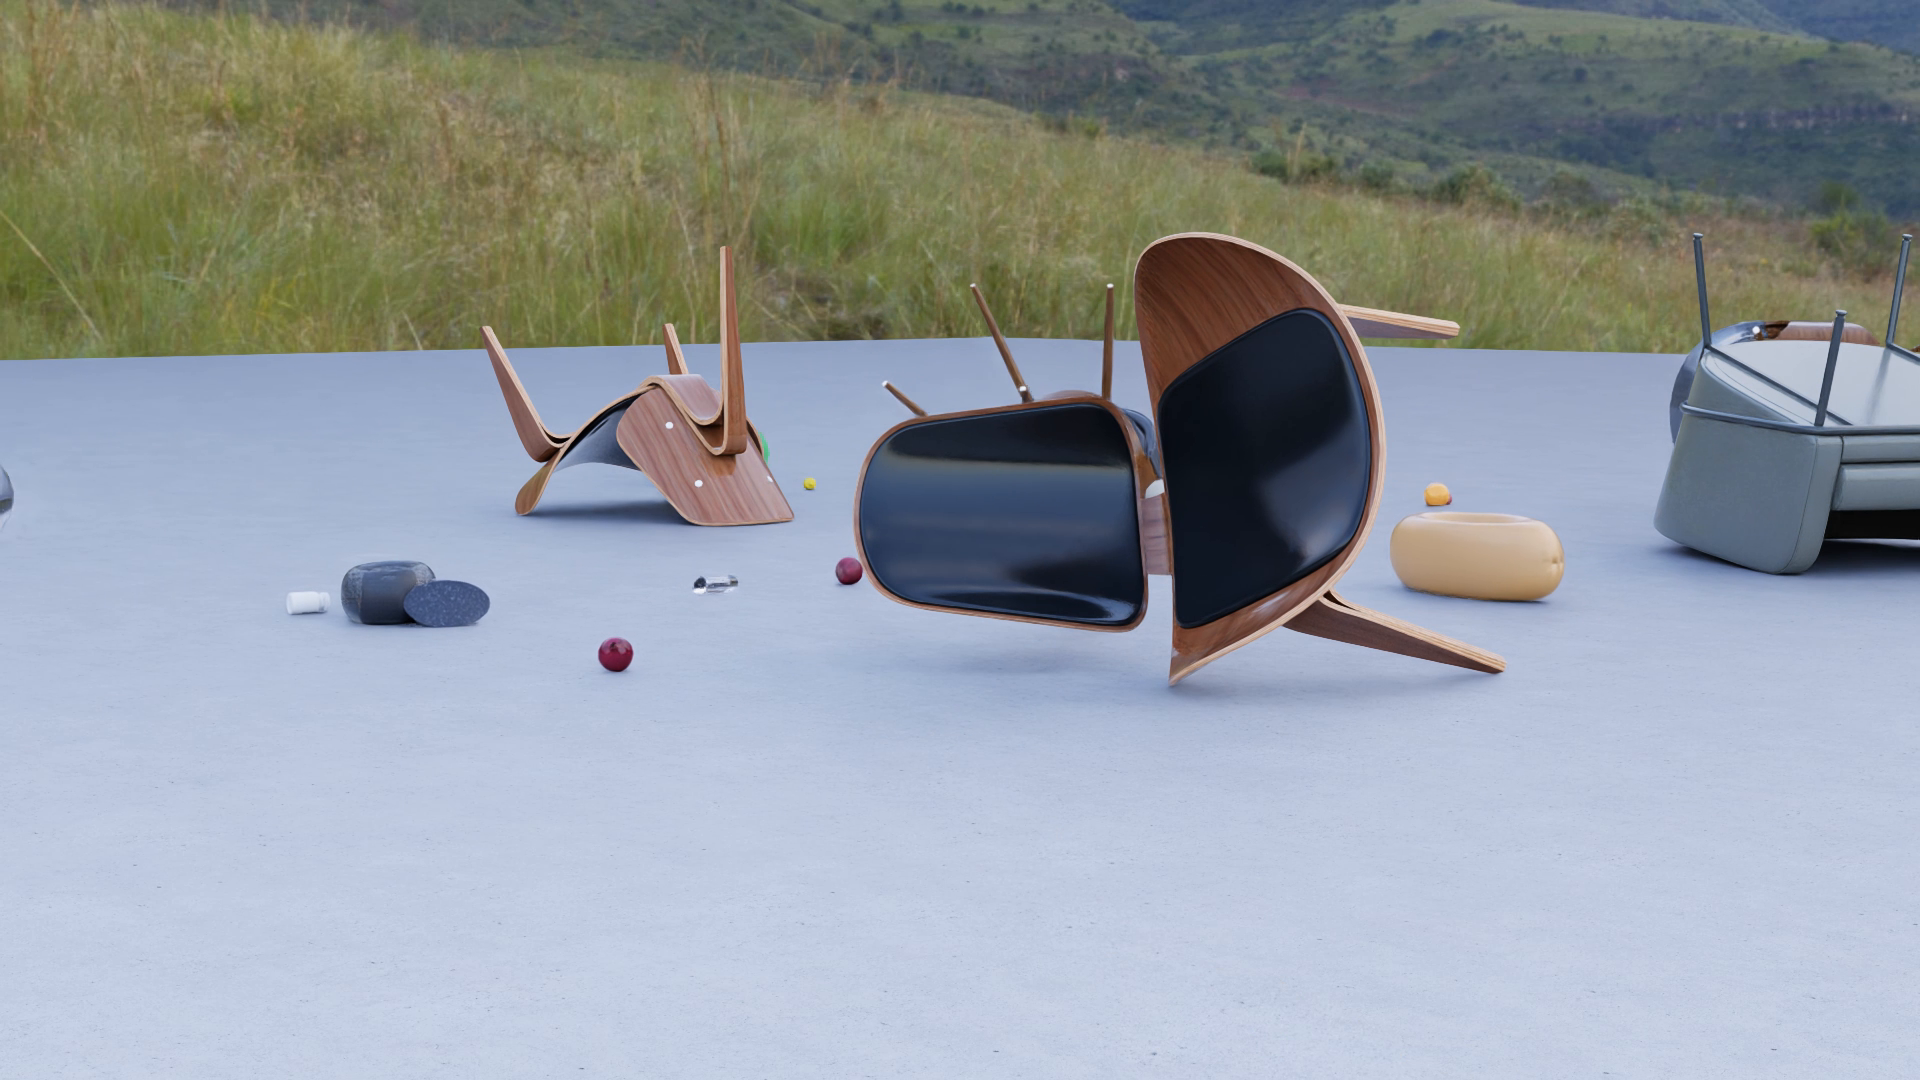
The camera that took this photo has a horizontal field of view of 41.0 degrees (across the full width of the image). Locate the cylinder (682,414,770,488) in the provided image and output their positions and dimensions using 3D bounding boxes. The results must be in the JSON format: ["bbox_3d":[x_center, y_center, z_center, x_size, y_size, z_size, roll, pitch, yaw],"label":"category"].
[{"bbox_3d":[-0.747,-0.287,8.148,0.263,0.215,0.305,2,5,-8],"label":"cylinder"}]

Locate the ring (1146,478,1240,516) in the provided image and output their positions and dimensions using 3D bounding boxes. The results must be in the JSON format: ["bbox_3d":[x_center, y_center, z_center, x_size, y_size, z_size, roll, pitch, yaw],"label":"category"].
[{"bbox_3d":[0.646,-0.118,7.120,0.264,0.092,0.272,3,7,17],"label":"ring"}]

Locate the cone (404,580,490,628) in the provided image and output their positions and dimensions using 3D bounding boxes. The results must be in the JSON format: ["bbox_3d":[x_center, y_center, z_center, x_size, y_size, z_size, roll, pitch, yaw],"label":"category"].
[{"bbox_3d":[-0.981,0.137,4.878,0.162,0.094,0.095,-1,-21,-18],"label":"cone"}]

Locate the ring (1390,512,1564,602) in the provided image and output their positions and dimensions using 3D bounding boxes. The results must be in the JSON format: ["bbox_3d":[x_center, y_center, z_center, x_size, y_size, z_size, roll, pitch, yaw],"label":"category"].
[{"bbox_3d":[1.066,0.033,5.314,0.198,0.160,0.448,-10,9,-36],"label":"ring"}]

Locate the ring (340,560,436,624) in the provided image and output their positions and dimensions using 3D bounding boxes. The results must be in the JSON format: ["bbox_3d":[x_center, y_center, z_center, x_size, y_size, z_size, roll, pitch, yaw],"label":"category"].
[{"bbox_3d":[-1.096,0.101,4.927,0.183,0.105,0.212,-2,7,-4],"label":"ring"}]

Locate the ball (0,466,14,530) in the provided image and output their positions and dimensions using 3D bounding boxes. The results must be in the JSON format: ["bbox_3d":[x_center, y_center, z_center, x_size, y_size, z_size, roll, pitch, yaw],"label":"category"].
[{"bbox_3d":[-2.429,-0.103,6.243,0.239,0.239,0.239,0,6,0],"label":"ball"}]
